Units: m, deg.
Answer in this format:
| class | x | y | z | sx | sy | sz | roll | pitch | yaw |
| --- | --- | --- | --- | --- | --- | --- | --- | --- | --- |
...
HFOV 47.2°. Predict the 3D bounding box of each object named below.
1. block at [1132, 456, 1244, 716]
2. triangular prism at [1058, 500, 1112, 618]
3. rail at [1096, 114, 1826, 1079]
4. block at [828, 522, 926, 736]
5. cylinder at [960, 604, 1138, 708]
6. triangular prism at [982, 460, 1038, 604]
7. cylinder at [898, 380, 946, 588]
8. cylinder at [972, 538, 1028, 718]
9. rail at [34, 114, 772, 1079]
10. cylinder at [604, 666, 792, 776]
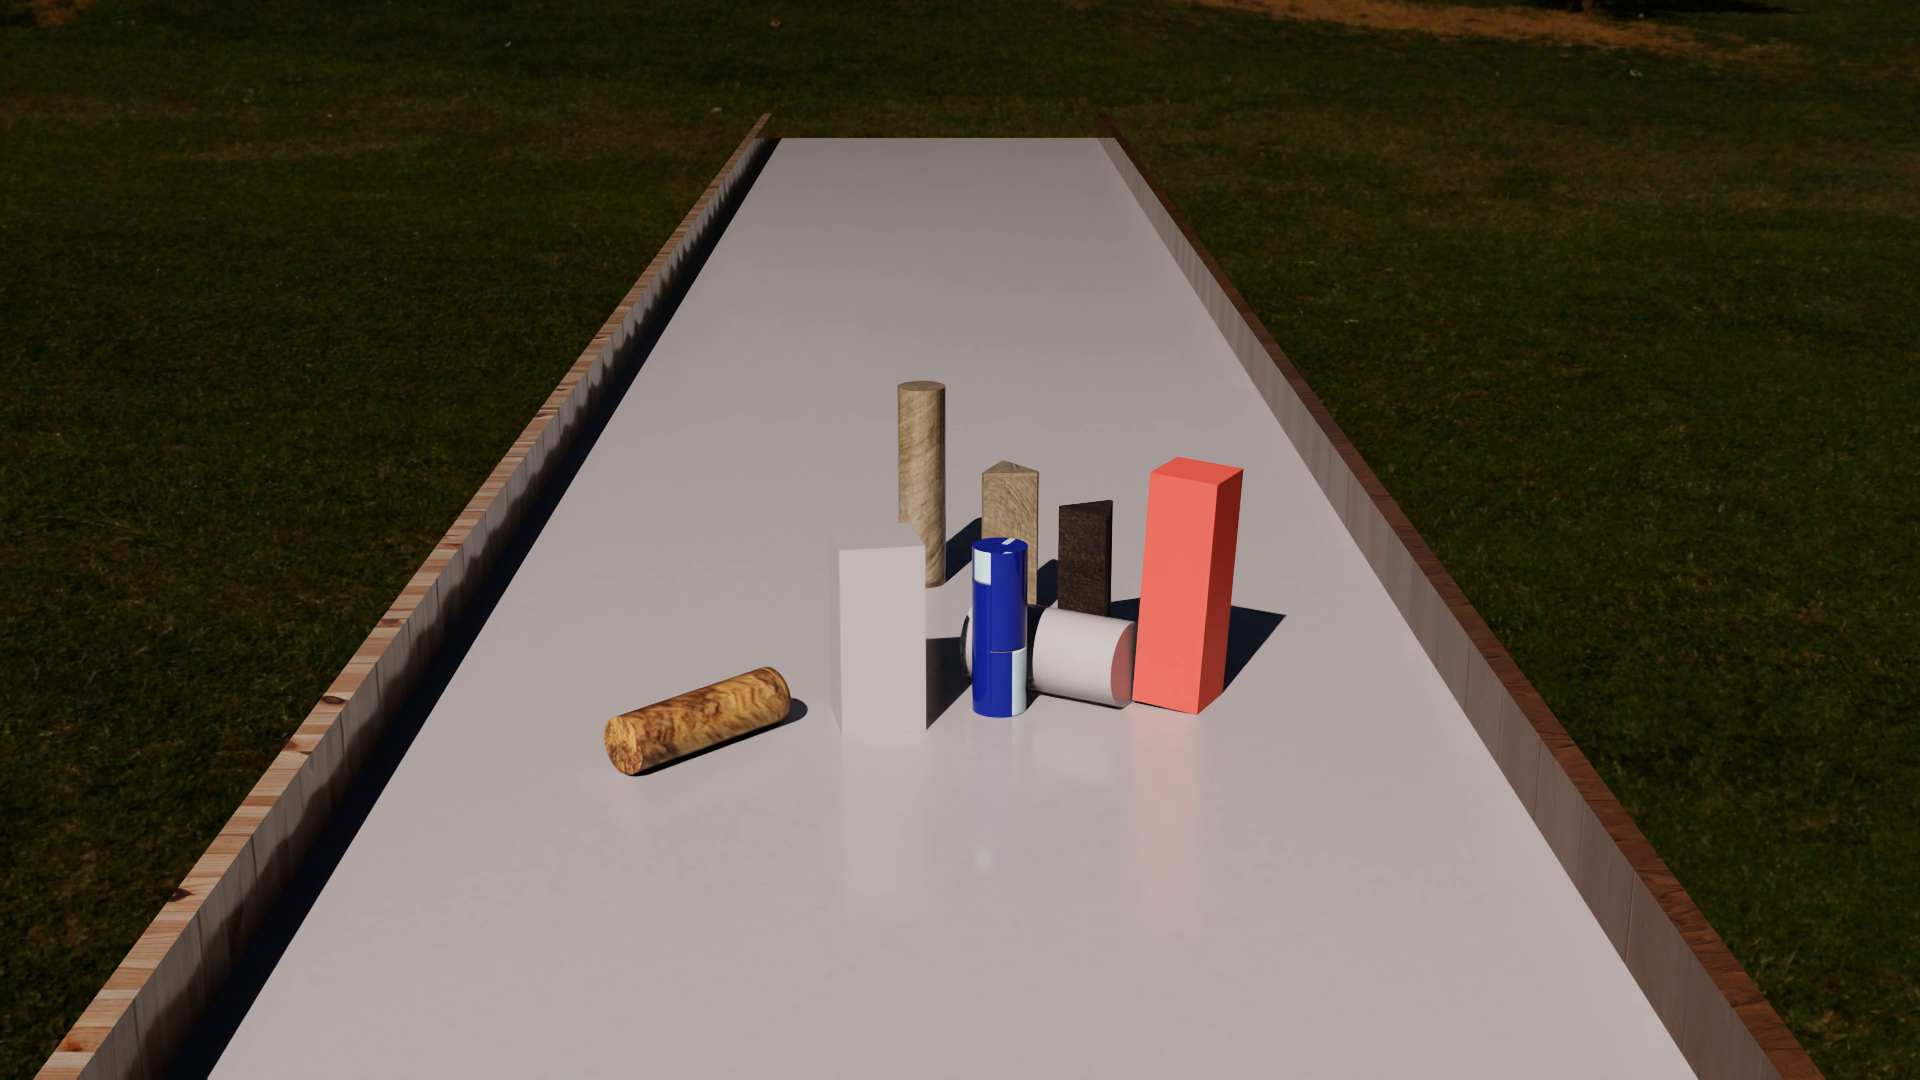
| class | x | y | z | sx | sy | sz | roll | pitch | yaw |
| --- | --- | --- | --- | --- | --- | --- | --- | --- | --- |
| block | 0.428 | 0.085 | 4.137 | 0.132 | 0.451 | 0.132 | 12 | 20 | 25 |
| triangular prism | 0.272 | 0.081 | 4.405 | 0.117 | 0.313 | 0.101 | 12 | 20 | 35 |
| rail | 0.932 | -0.844 | 7.801 | 0.050 | 0.150 | 12.000 | 0 | 17 | -1 |
| block | -0.153 | 0.163 | 4.056 | 0.156 | 0.355 | 0.156 | -3 | 17 | -10 |
| cylinder | 0.179 | 0.213 | 4.225 | 0.321 | 0.164 | 0.164 | 9 | 19 | 28 |
| triangular prism | 0.098 | 0.002 | 4.647 | 0.117 | 0.326 | 0.101 | -2 | 17 | -7 |
| cylinder | -0.084 | -0.121 | 4.851 | 0.105 | 0.447 | 0.105 | 0 | 17 | 0 |
| cylinder | 0.074 | 0.164 | 4.112 | 0.103 | 0.321 | 0.103 | 0 | 17 | 0 |
| rail | -1.118 | -0.838 | 7.780 | 0.050 | 0.150 | 12.000 | 0 | 17 | -1 |
| cylinder | -0.468 | 0.322 | 3.957 | 0.106 | 0.106 | 0.350 | 15 | 22 | 41 |
